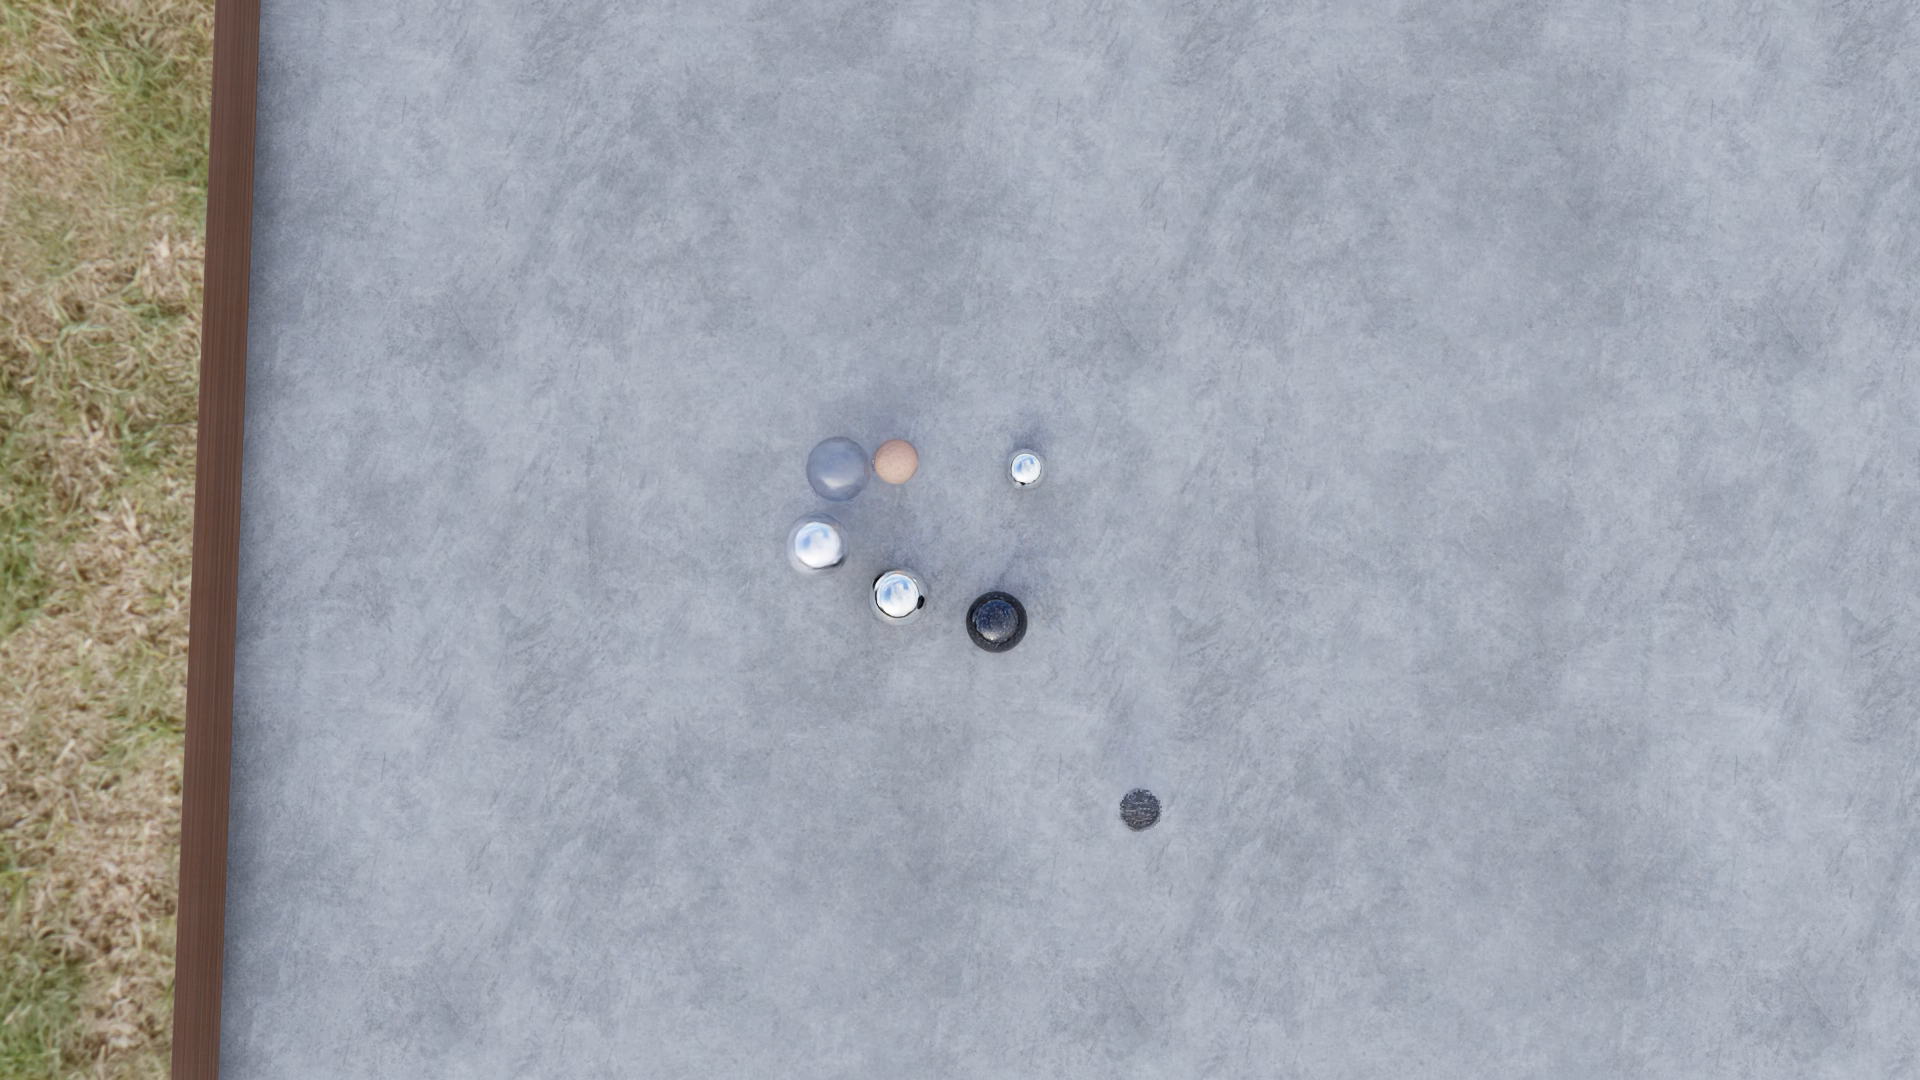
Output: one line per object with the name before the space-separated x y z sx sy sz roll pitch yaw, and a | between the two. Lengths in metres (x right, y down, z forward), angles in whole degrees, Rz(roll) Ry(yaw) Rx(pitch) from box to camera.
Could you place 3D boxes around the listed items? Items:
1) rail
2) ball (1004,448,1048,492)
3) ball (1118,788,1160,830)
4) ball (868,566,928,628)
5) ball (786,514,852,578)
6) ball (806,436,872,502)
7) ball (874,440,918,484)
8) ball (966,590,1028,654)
rail | -1.080 -0.005 3.226 0.045 0.125 2.396 0 84 0
ball | 0.098 -0.105 3.269 0.064 0.064 0.064 0 84 0
ball | 0.262 0.393 3.215 0.060 0.060 0.060 0 84 0
ball | -0.091 0.083 3.235 0.090 0.090 0.090 0 84 0
ball | -0.208 0.009 3.240 0.096 0.096 0.096 0 84 0
ball | -0.179 -0.104 3.252 0.097 0.097 0.097 0 84 0
ball | -0.095 -0.116 3.269 0.067 0.067 0.067 0 84 0
ball | 0.054 0.121 3.229 0.092 0.092 0.092 0 84 0
